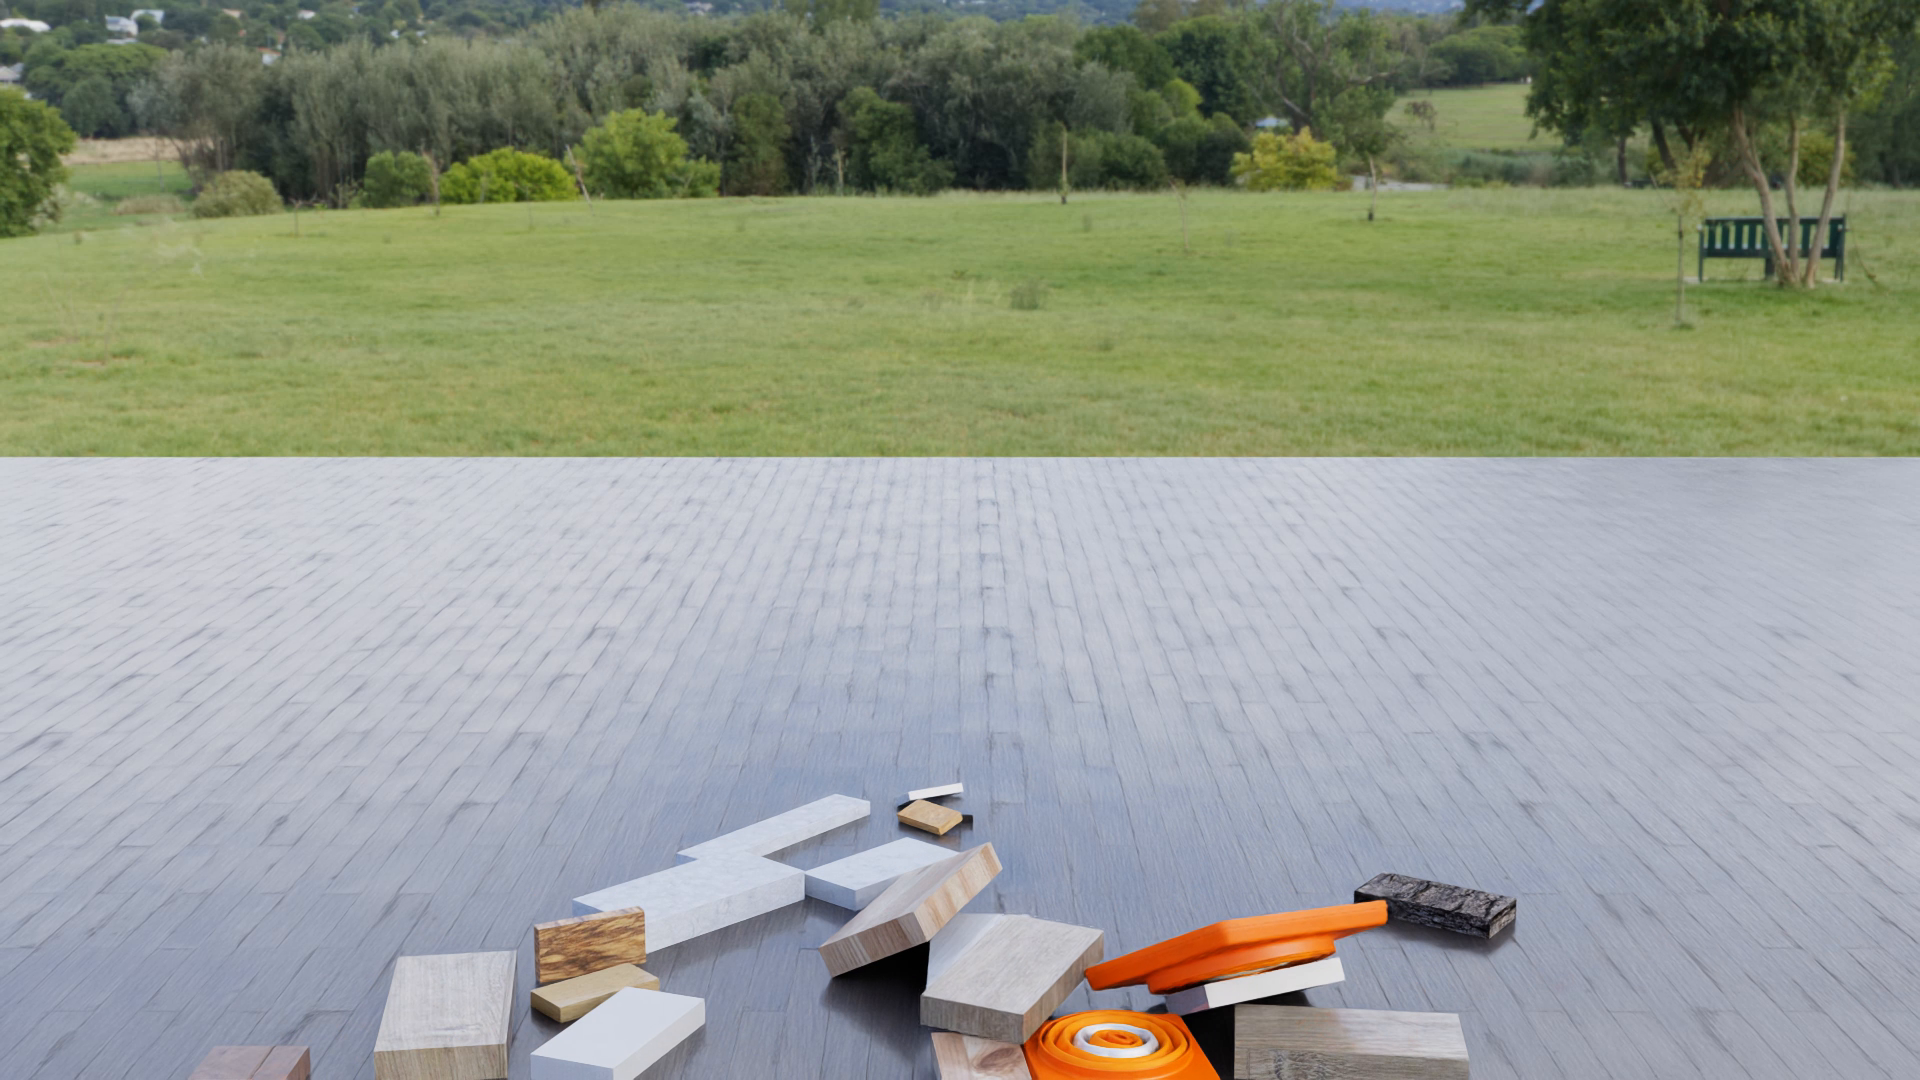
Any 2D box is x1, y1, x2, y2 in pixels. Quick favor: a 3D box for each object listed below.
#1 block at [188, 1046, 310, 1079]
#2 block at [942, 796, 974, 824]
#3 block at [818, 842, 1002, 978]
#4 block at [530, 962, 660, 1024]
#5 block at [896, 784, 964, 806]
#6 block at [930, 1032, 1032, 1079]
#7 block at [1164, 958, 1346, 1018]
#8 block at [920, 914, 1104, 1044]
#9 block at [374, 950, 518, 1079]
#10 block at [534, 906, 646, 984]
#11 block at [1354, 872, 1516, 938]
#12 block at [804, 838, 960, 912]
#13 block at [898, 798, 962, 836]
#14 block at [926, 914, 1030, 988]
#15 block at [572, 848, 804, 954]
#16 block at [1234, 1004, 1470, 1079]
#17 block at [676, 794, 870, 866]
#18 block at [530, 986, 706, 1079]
[{"bbox_3d":[-0.943,0.724,2.849,0.127,0.036,0.255,0,11,0],"label":"block"},{"bbox_3d":[-0.004,0.502,4.097,0.057,0.016,0.114,0,11,0],"label":"block"},{"bbox_3d":[-0.072,0.573,3.431,0.172,0.049,0.345,-25,1,22],"label":"block"},{"bbox_3d":[-0.534,0.662,3.218,0.167,0.024,0.084,-9,14,-40],"label":"block"},{"bbox_3d":[-0.057,0.480,4.149,0.114,0.016,0.057,-6,-15,-29],"label":"block"},{"bbox_3d":[0.031,0.713,2.918,0.116,0.033,0.231,-1,11,-7],"label":"block"},{"bbox_3d":[0.423,0.643,3.157,0.231,0.033,0.116,-5,-16,-26],"label":"block"},{"bbox_3d":[0.079,0.622,3.139,0.154,0.044,0.308,6,15,24],"label":"block"},{"bbox_3d":[-0.720,0.670,3.105,0.172,0.049,0.345,-2,11,-9],"label":"block"},{"bbox_3d":[-0.559,0.611,3.326,0.167,0.084,0.024,-6,12,-29],"label":"block"},{"bbox_3d":[0.771,0.591,3.572,0.231,0.033,0.116,7,13,34],"label":"block"},{"bbox_3d":[-0.132,0.563,3.717,0.127,0.036,0.255,9,14,41],"label":"block"},{"bbox_3d":[-0.056,0.507,4.026,0.057,0.016,0.114,-31,28,-36],"label":"block"},{"bbox_3d":[0.031,0.636,3.304,0.154,0.044,0.308,0,11,1],"label":"block"},{"bbox_3d":[-0.437,0.583,3.572,0.172,0.049,0.345,10,14,42],"label":"block"},{"bbox_3d":[0.530,0.691,3.005,0.308,0.044,0.154,1,11,7],"label":"block"},{"bbox_3d":[-0.329,0.526,3.950,0.084,0.024,0.430,8,13,36],"label":"block"},{"bbox_3d":[-0.470,0.688,3.041,0.127,0.036,0.255,4,11,21],"label":"block"}]
